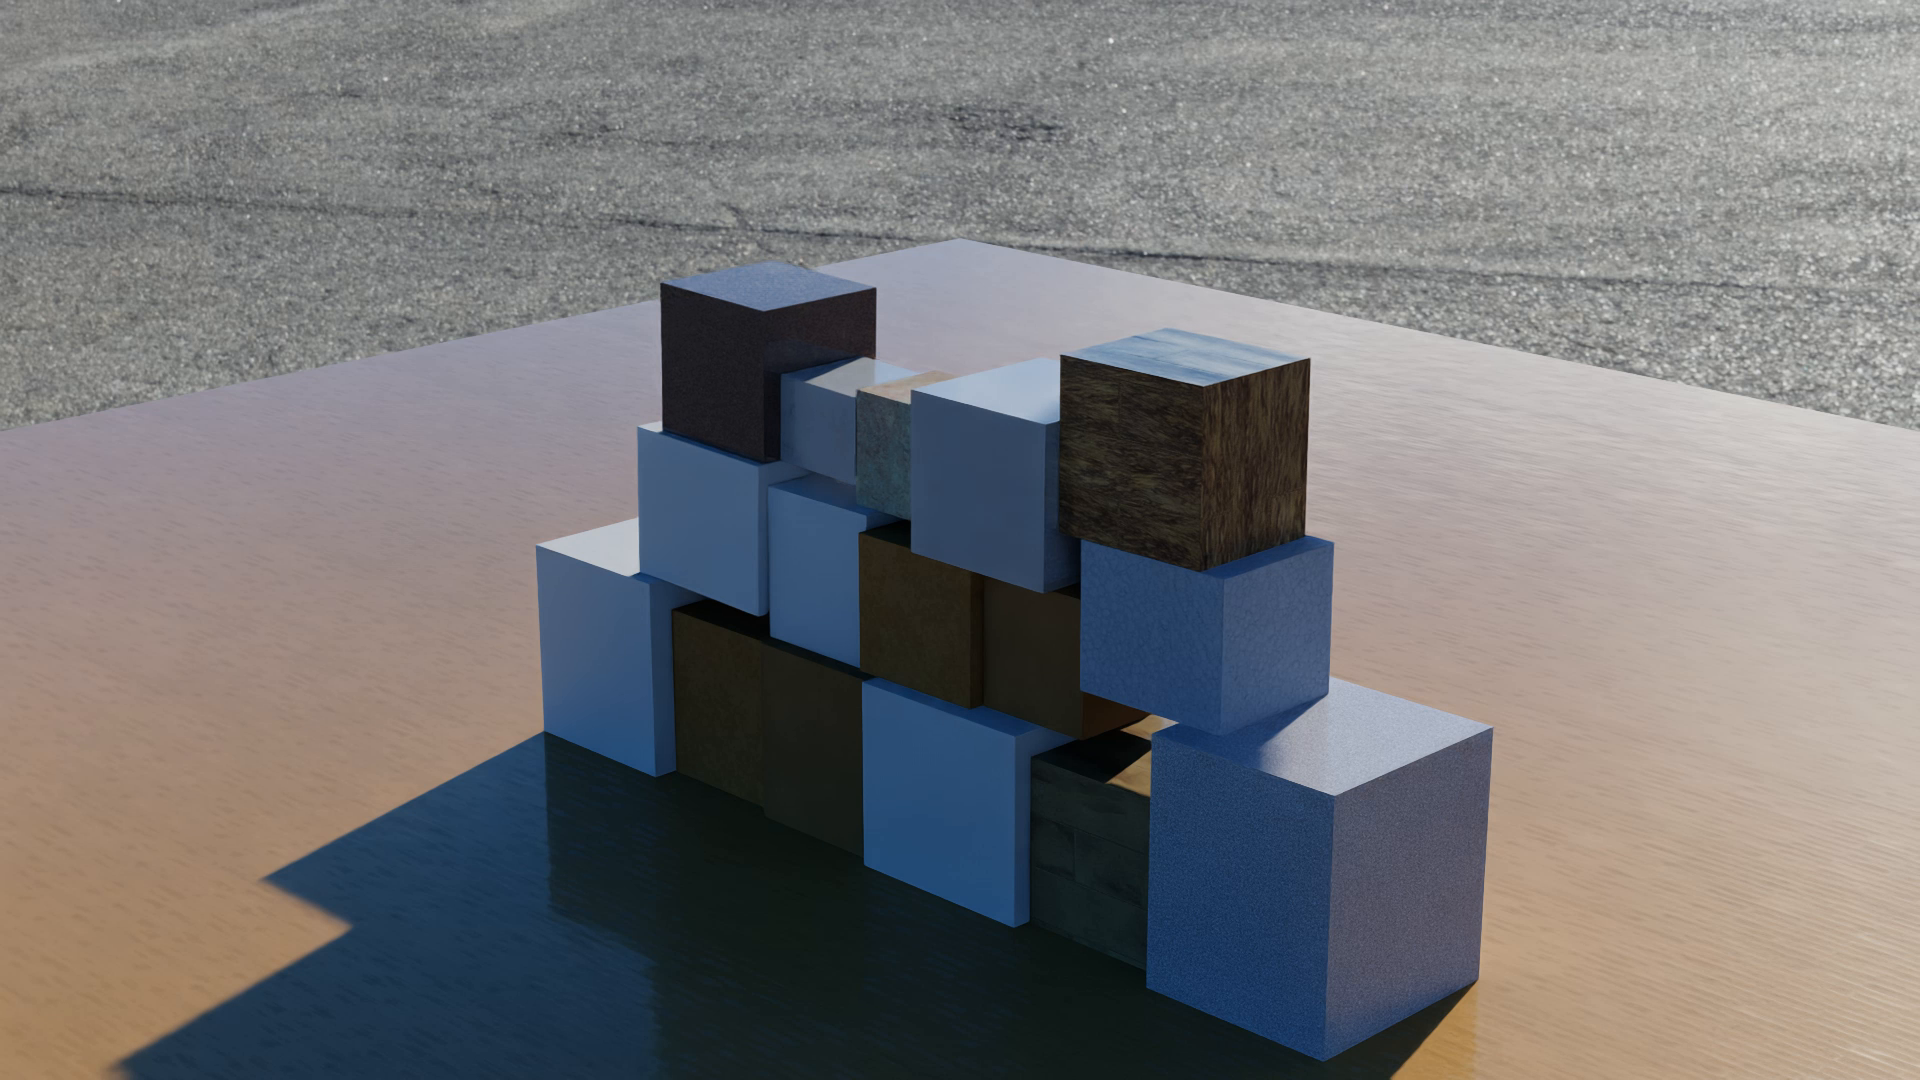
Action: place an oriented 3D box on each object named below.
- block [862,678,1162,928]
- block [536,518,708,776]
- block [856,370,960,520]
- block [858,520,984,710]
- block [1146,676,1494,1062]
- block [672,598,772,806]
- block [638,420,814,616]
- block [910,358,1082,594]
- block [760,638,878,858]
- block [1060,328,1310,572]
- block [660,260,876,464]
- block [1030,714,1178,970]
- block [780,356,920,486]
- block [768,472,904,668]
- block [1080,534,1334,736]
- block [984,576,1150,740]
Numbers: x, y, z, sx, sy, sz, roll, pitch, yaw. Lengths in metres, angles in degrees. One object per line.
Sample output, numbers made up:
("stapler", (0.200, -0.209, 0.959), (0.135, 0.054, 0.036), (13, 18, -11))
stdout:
("block", (0.237, 1.074, 13.425), (0.963, 0.901, 0.965), (-17, 24, -42))
("block", (-1.492, 0.499, 15.070), (0.970, 1.012, 0.907), (-17, 24, -42))
("block", (-0.100, -0.415, 13.336), (0.508, 0.542, 0.540), (-17, 25, -42))
("block", (0.068, 0.276, 13.361), (0.777, 0.661, 0.712), (-17, 24, -42))
("block", (1.491, 1.327, 12.213), (1.054, 1.145, 0.944), (-17, 24, -42))
("block", (-0.908, 0.751, 14.530), (0.709, 0.855, 0.734), (-17, 24, -42))
("block", (-0.982, -0.178, 14.324), (0.788, 0.743, 0.890), (-17, 26, -42))
("block", (0.362, -0.301, 12.855), (0.827, 0.743, 0.805), (-17, 24, -42))
("block", (-0.387, 0.901, 14.003), (0.817, 0.882, 0.755), (-17, 24, -42))
("block", (0.933, -0.392, 12.246), (0.679, 0.774, 0.779), (-17, 24, -42))
("block", (-0.917, -0.865, 14.054), (0.714, 0.734, 0.741), (-17, 26, -42))
("block", (0.854, 1.319, 12.838), (0.759, 0.786, 0.783), (-17, 24, -42))
("block", (-0.473, -0.562, 13.687), (0.514, 0.417, 0.516), (-17, 26, -42))
("block", (-0.435, 0.106, 13.817), (0.676, 0.746, 0.644), (17, 24, 42))
("block", (1.037, 0.325, 12.373), (0.711, 0.672, 0.782), (-17, 24, -42))
("block", (0.549, 0.426, 12.928), (0.664, 0.634, 0.596), (-17, 24, -42))
